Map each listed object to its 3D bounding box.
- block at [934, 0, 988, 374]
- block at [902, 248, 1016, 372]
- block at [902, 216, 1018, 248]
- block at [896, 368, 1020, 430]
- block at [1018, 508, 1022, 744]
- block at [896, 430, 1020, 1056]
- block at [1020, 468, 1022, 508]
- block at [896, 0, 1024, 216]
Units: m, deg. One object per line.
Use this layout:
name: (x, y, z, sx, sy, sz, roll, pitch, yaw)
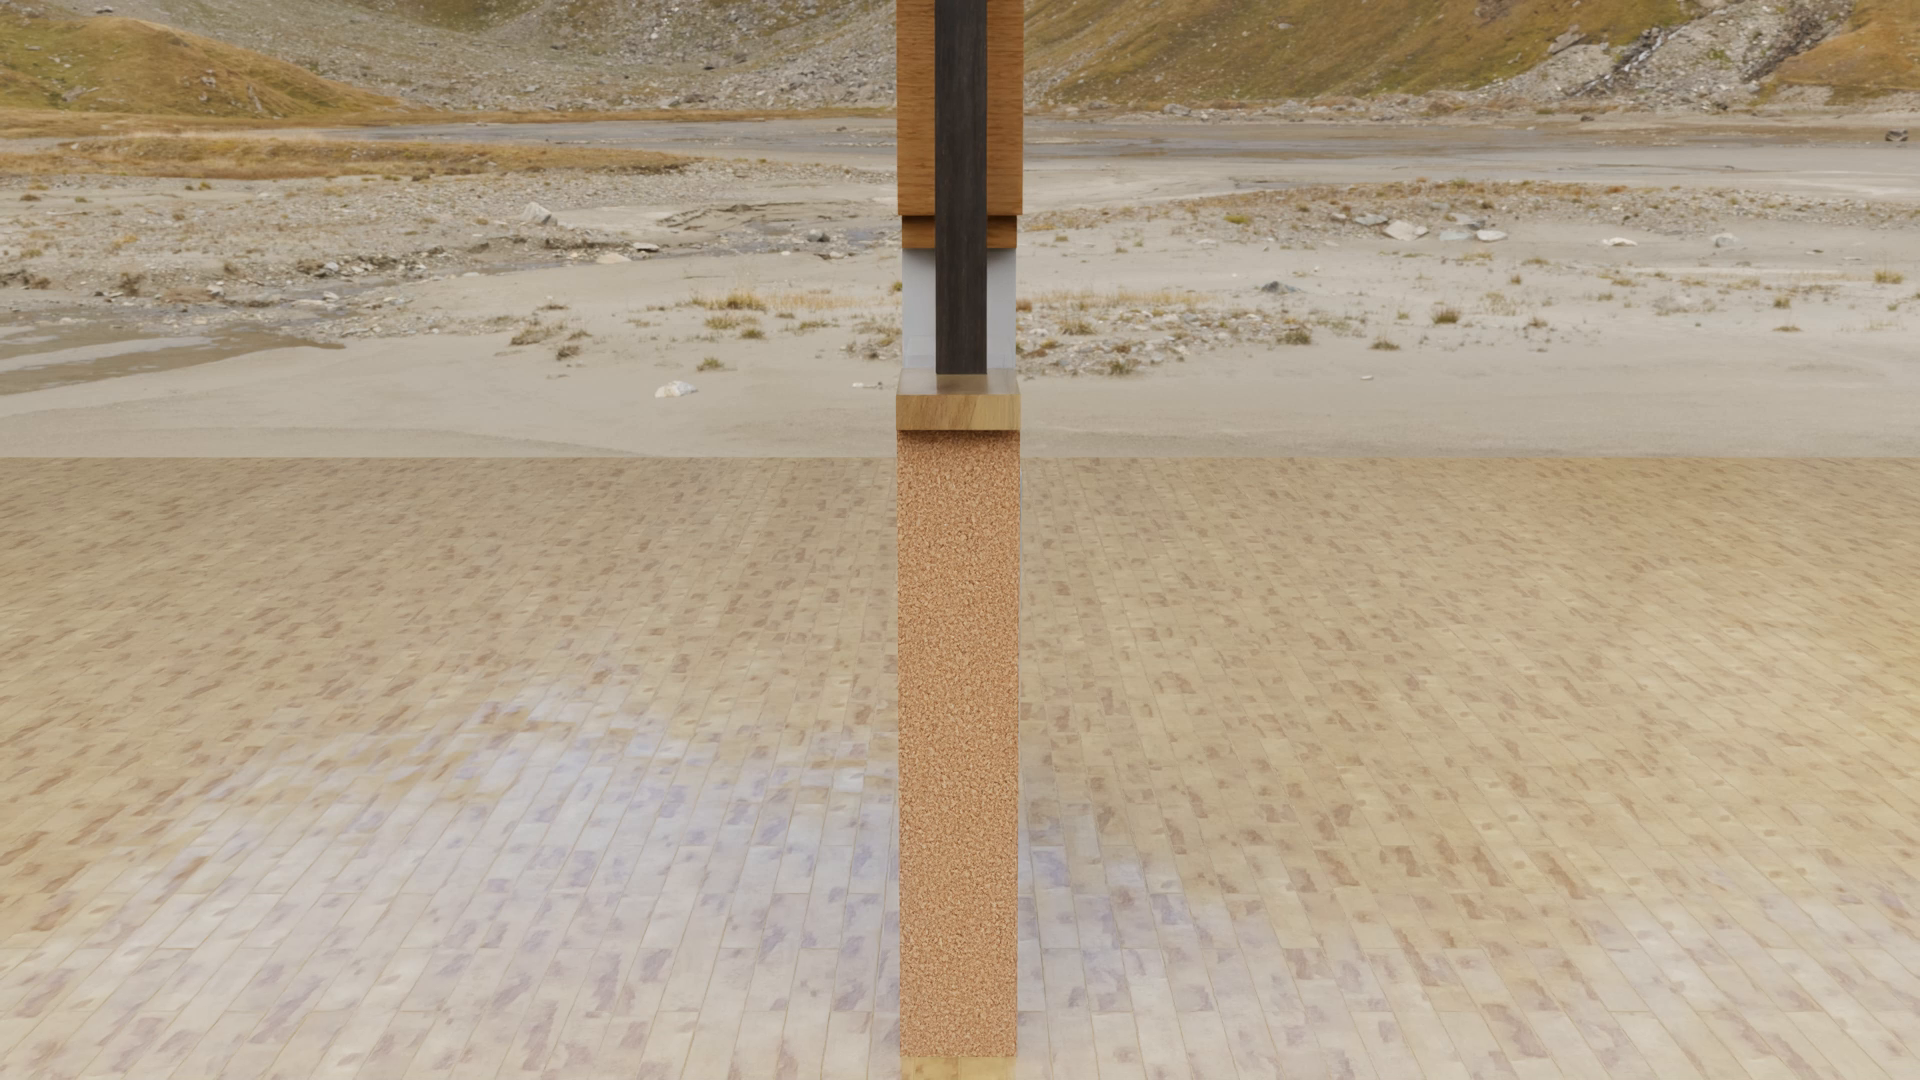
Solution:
block: (0.001, -0.608, 3.002, 0.071, 0.765, 0.020, 0, 11, 0)
block: (-0.001, -0.268, 3.256, 0.166, 0.332, 0.047, 0, 11, 0)
block: (-0.001, -0.475, 3.330, 0.166, 0.047, 0.332, 0, 11, 0)
block: (-0.003, -0.194, 2.988, 0.161, 0.046, 0.321, 0, 11, 0)
block: (0.003, 0.125, 3.336, 0.178, 0.369, 0.050, 0, 11, 0)
block: (-0.002, 0.277, 2.965, 0.161, 0.872, 0.046, 0, 10, 0)
block: (0.003, -0.103, 3.414, 0.178, 0.050, 0.355, 0, 11, 0)
block: (0.000, -0.644, 3.132, 0.179, 0.357, 0.051, 0, 11, 0)
